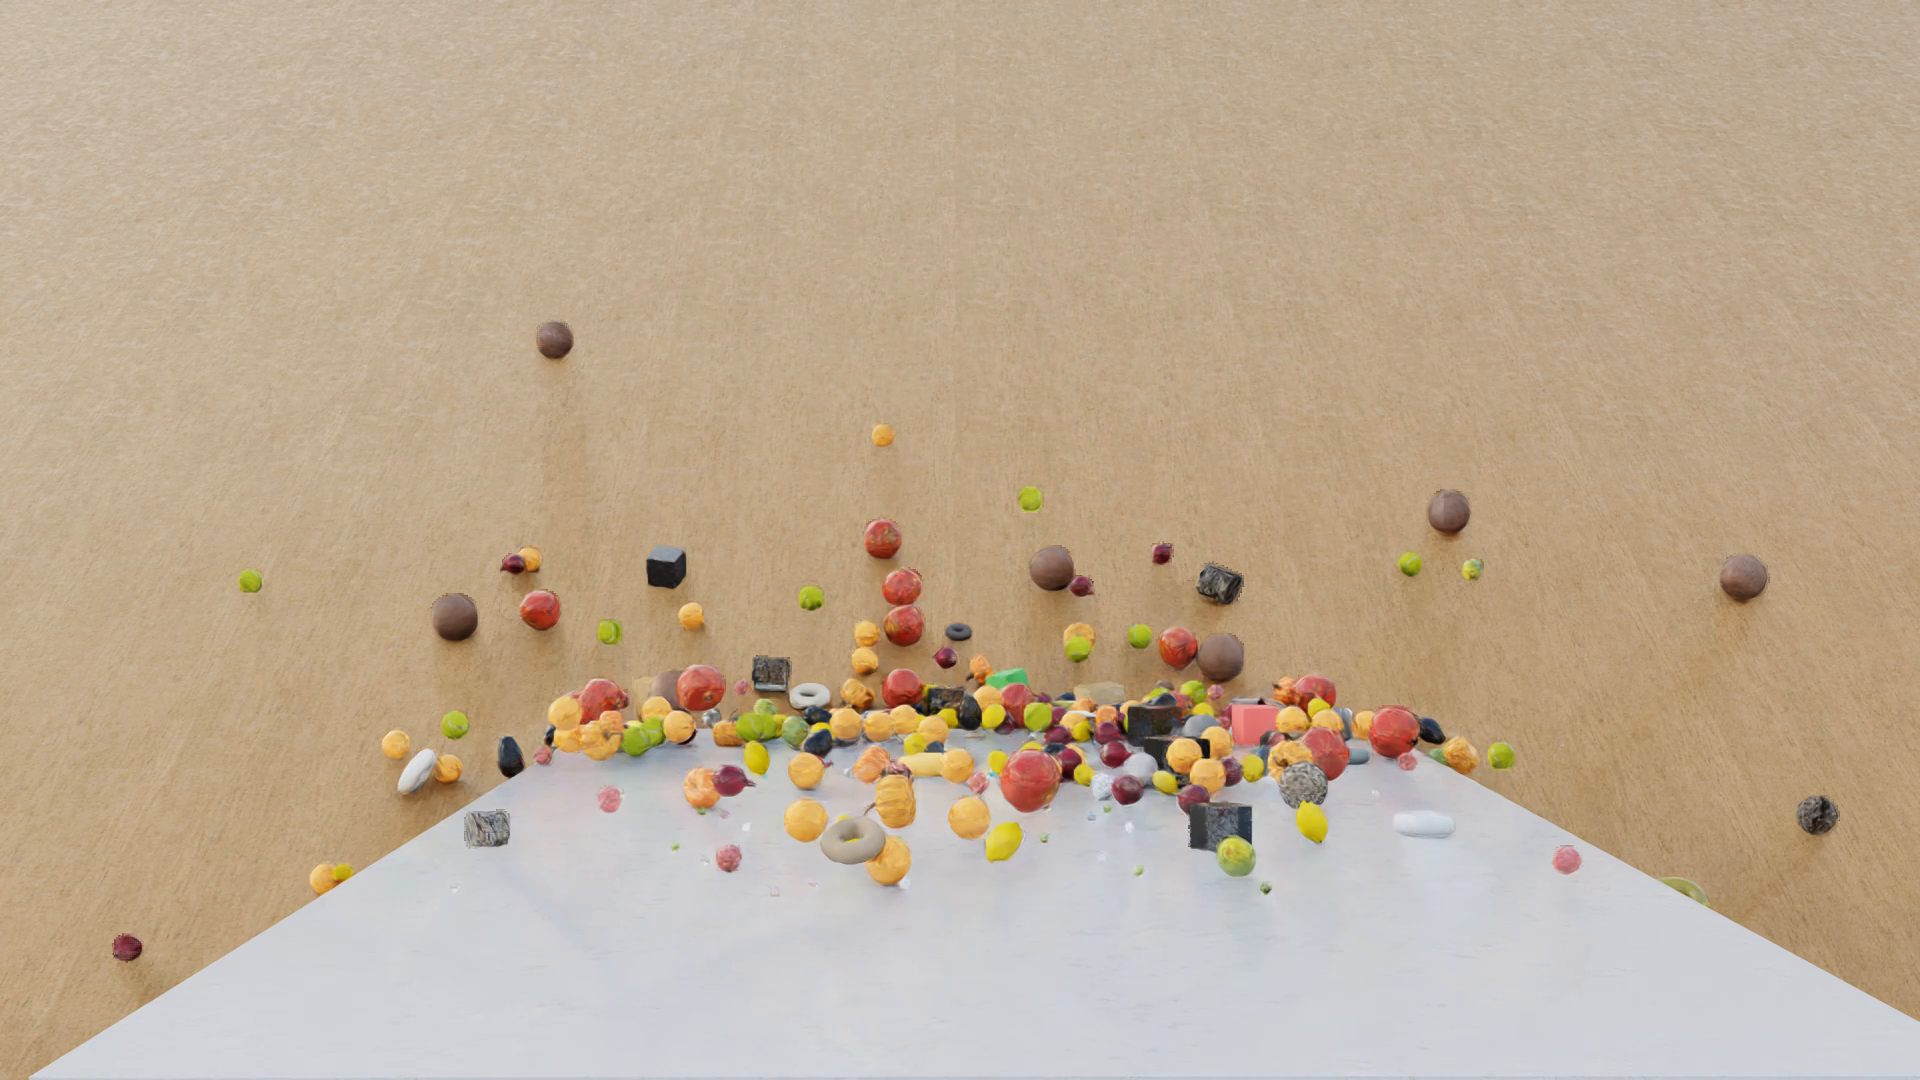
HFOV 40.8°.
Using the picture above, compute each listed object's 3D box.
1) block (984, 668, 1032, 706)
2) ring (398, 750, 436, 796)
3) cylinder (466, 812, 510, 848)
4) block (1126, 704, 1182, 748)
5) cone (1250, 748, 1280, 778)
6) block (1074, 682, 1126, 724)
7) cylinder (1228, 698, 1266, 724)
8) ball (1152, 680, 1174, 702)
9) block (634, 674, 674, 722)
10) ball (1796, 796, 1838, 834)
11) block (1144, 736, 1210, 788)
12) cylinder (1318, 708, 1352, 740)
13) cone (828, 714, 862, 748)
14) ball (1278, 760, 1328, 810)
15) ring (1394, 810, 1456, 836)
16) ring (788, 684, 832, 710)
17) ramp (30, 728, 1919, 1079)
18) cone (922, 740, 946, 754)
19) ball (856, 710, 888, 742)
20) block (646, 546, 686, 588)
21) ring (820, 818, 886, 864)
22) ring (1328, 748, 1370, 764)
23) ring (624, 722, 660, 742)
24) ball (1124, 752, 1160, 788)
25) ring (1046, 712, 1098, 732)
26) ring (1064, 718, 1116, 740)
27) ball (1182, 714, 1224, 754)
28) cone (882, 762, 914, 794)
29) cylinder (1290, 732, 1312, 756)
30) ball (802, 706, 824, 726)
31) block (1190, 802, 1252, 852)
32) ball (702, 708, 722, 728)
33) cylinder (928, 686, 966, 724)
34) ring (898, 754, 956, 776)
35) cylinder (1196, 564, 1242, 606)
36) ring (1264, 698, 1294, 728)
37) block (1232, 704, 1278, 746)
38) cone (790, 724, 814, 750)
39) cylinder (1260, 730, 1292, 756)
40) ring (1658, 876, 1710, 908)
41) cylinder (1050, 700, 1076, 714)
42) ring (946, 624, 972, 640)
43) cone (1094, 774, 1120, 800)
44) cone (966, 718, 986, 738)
[{"bbox_3d":[0.128,0.390,6.841,0.077,0.077,0.077,-9,7,44],"label":"block"},{"bbox_3d":[-1.359,0.581,6.463,0.043,0.129,0.129,32,33,4],"label":"ring"},{"bbox_3d":[-0.782,0.479,4.278,0.057,0.057,0.057,0,25,-28],"label":"cylinder"},{"bbox_3d":[0.460,0.440,6.109,0.093,0.093,0.093,-1,1,-33],"label":"block"},{"bbox_3d":[0.639,0.481,5.429,0.067,0.067,0.067,4,28,8],"label":"cone"},{"bbox_3d":[0.366,0.427,6.708,0.099,0.099,0.099,-7,6,-20],"label":"block"},{"bbox_3d":[0.737,0.441,6.618,0.076,0.076,0.076,-1,25,25],"label":"cylinder"},{"bbox_3d":[0.542,0.401,6.876,0.058,0.058,0.058,0,28,0],"label":"ball"},{"bbox_3d":[-0.801,0.414,6.768,0.095,0.095,0.095,-5,-15,-10],"label":"block"},{"bbox_3d":[2.095,0.673,6.315,0.095,0.095,0.095,0,28,0],"label":"ball"},{"bbox_3d":[0.441,0.451,5.258,0.096,0.096,0.096,-1,1,-35],"label":"block"},{"bbox_3d":[0.904,0.445,6.237,0.078,0.078,0.078,0,27,6],"label":"cylinder"},{"bbox_3d":[-0.287,0.468,6.081,0.085,0.085,0.085,10,31,18],"label":"cone"},{"bbox_3d":[0.642,0.459,4.827,0.093,0.093,0.093,0,28,0],"label":"ball"},{"bbox_3d":[0.807,0.493,4.487,0.109,0.036,0.109,1,1,0],"label":"ring"},{"bbox_3d":[-0.399,0.418,6.868,0.113,0.038,0.113,-1,27,0],"label":"ring"},{"bbox_3d":[0.062,0.559,4.597,2.000,0.100,4.000,0,1,0],"label":"ramp"},{"bbox_3d":[-0.038,0.480,5.585,0.066,0.066,0.066,-24,45,-39],"label":"cone"},{"bbox_3d":[-0.213,0.447,6.225,0.076,0.076,0.076,0,28,0],"label":"ball"},{"bbox_3d":[-0.849,0.078,7.467,0.086,0.086,0.086,7,28,13],"label":"block"},{"bbox_3d":[-0.160,0.450,3.866,0.098,0.033,0.098,-5,28,3],"label":"ring"},{"bbox_3d":[0.860,0.477,5.710,0.092,0.031,0.092,1,0,0],"label":"ring"},{"bbox_3d":[-0.765,0.459,6.201,0.091,0.091,0.030,8,71,14],"label":"ring"},{"bbox_3d":[0.368,0.465,5.213,0.070,0.070,0.070,0,28,0],"label":"ball"},{"bbox_3d":[0.285,0.459,6.520,0.134,0.045,0.134,-1,2,0],"label":"ring"},{"bbox_3d":[0.319,0.462,6.316,0.130,0.043,0.130,-1,1,0],"label":"ring"},{"bbox_3d":[0.552,0.443,5.874,0.094,0.094,0.094,0,28,0],"label":"ball"},{"bbox_3d":[-0.134,0.486,5.130,0.068,0.068,0.068,7,29,13],"label":"cone"},{"bbox_3d":[0.776,0.464,5.874,0.052,0.052,0.052,0,1,0],"label":"cylinder"},{"bbox_3d":[-0.379,0.455,6.677,0.054,0.054,0.054,0,28,0],"label":"ball"},{"bbox_3d":[0.435,0.477,4.295,0.073,0.073,0.073,-1,1,-32],"label":"block"},{"bbox_3d":[-0.634,0.455,6.600,0.050,0.050,0.050,0,28,0],"label":"ball"},{"bbox_3d":[-0.033,0.425,6.663,0.094,0.094,0.094,-4,27,4],"label":"cylinder"},{"bbox_3d":[-0.072,0.476,5.463,0.126,0.042,0.126,-1,0,0],"label":"ring"},{"bbox_3d":[0.737,0.126,7.348,0.092,0.092,0.092,24,35,27],"label":"cylinder"},{"bbox_3d":[0.805,0.465,6.768,0.137,0.046,0.137,-1,31,0],"label":"ring"},{"bbox_3d":[0.706,0.442,6.163,0.088,0.088,0.088,0,1,-10],"label":"block"},{"bbox_3d":[-0.368,0.458,6.037,0.059,0.059,0.059,0,1,0],"label":"cone"},{"bbox_3d":[0.718,0.461,5.862,0.057,0.057,0.057,-9,3,-17],"label":"cylinder"},{"bbox_3d":[1.677,0.841,6.041,0.148,0.049,0.148,1,28,-1],"label":"ring"},{"bbox_3d":[0.265,0.446,6.657,0.064,0.064,0.064,3,28,0],"label":"cylinder"},{"bbox_3d":[-0.004,0.256,7.191,0.075,0.025,0.075,0,26,0],"label":"ring"},{"bbox_3d":[0.273,0.491,5.012,0.054,0.054,0.054,15,54,27],"label":"cone"},{"bbox_3d":[0.038,0.458,6.329,0.051,0.051,0.051,0,1,0],"label":"cone"}]
